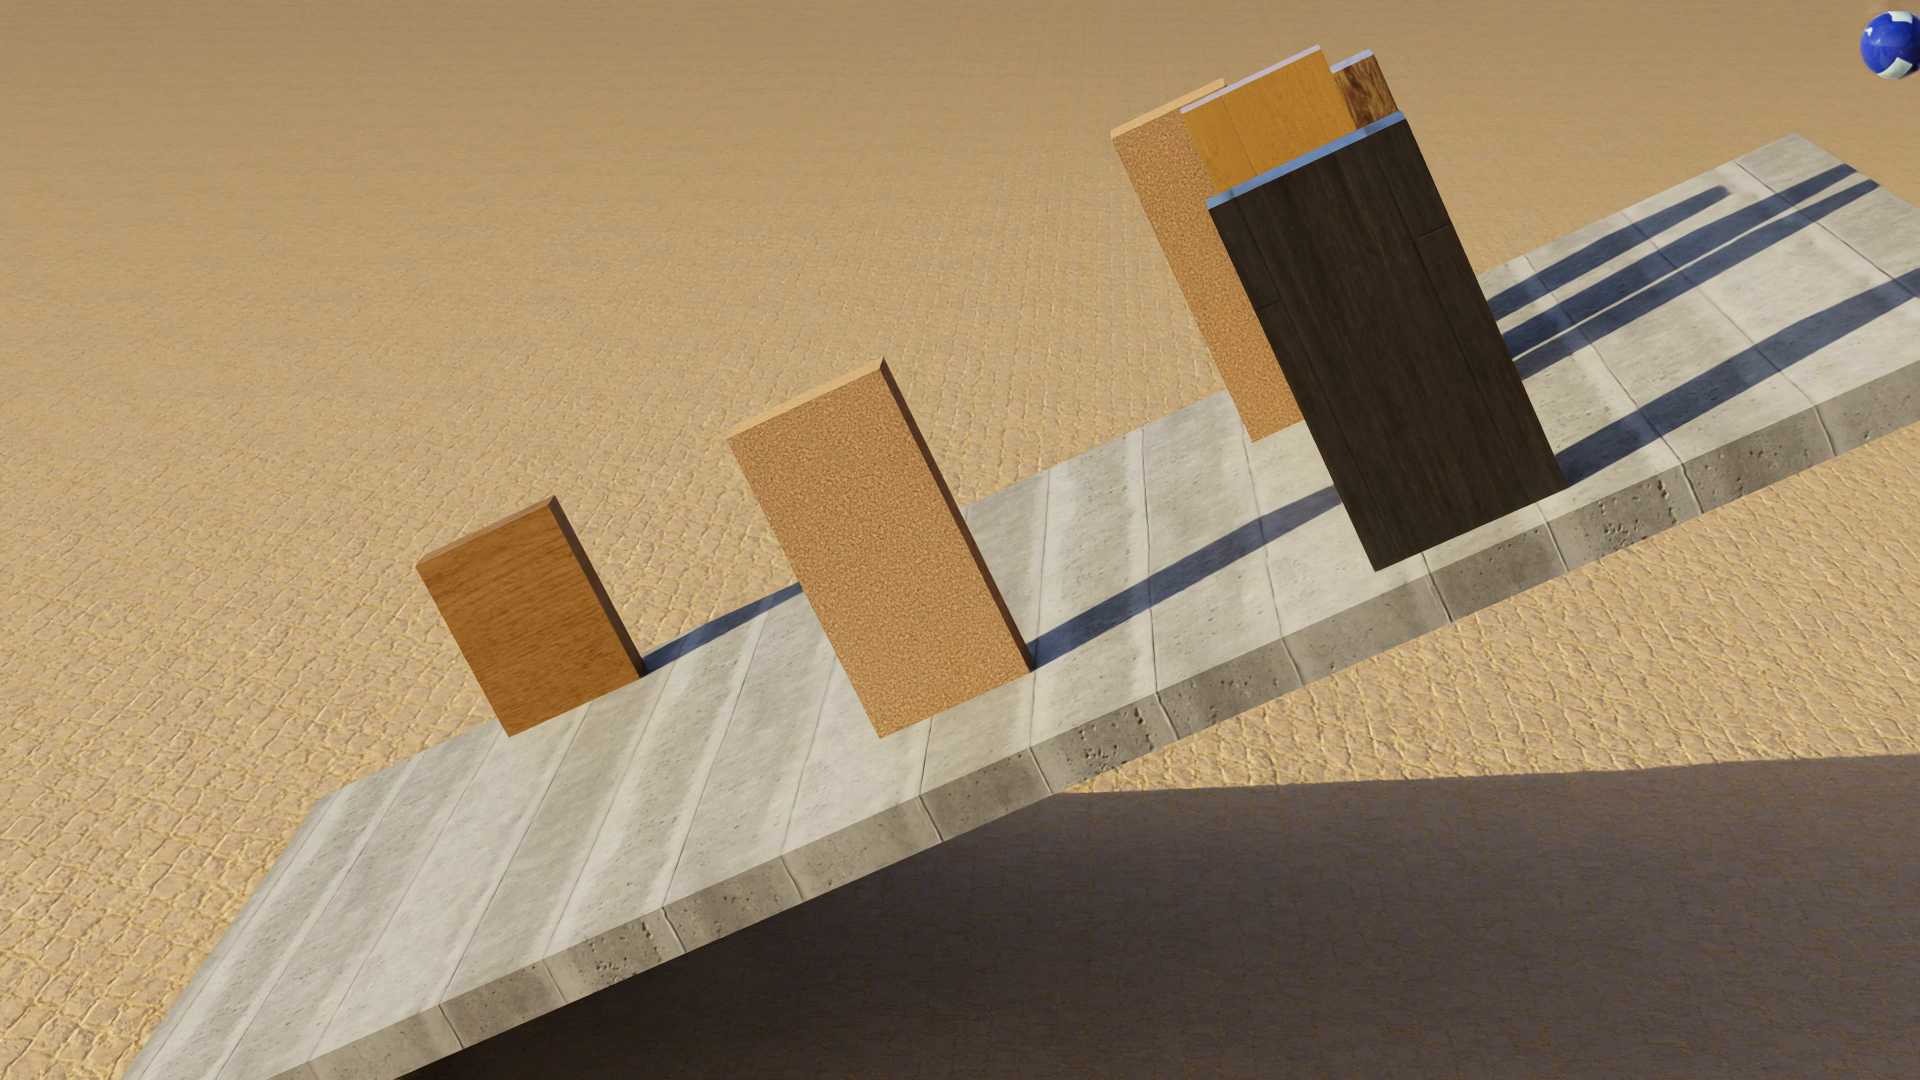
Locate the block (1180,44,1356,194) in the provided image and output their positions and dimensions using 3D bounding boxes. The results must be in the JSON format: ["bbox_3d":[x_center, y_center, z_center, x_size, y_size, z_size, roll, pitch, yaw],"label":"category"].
[{"bbox_3d":[0.754,-0.575,5.985,0.303,0.799,0.082,-24,13,9],"label":"block"}]

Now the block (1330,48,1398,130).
[{"bbox_3d":[0.832,-0.625,6.218,0.392,0.711,0.108,-24,13,9],"label":"block"}]

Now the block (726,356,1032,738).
[{"bbox_3d":[-0.153,0.018,5.719,0.327,0.669,0.107,-24,13,9],"label":"block"}]

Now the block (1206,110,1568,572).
[{"bbox_3d":[0.764,-0.350,5.256,0.375,0.730,0.108,-24,13,9],"label":"block"}]

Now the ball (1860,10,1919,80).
[{"bbox_3d":[1.920,-1.016,6.035,0.140,0.140,0.140,0,16,0],"label":"ball"}]

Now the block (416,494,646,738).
[{"bbox_3d":[-1.044,0.187,7.170,0.365,0.483,0.095,-24,13,9],"label":"block"}]

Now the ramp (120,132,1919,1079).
[{"bbox_3d":[0.136,0.168,6.282,4.000,0.100,2.000,-24,13,9],"label":"ramp"}]

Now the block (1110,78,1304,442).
[{"bbox_3d":[0.615,-0.618,6.518,0.271,0.749,0.141,-24,13,9],"label":"block"}]
